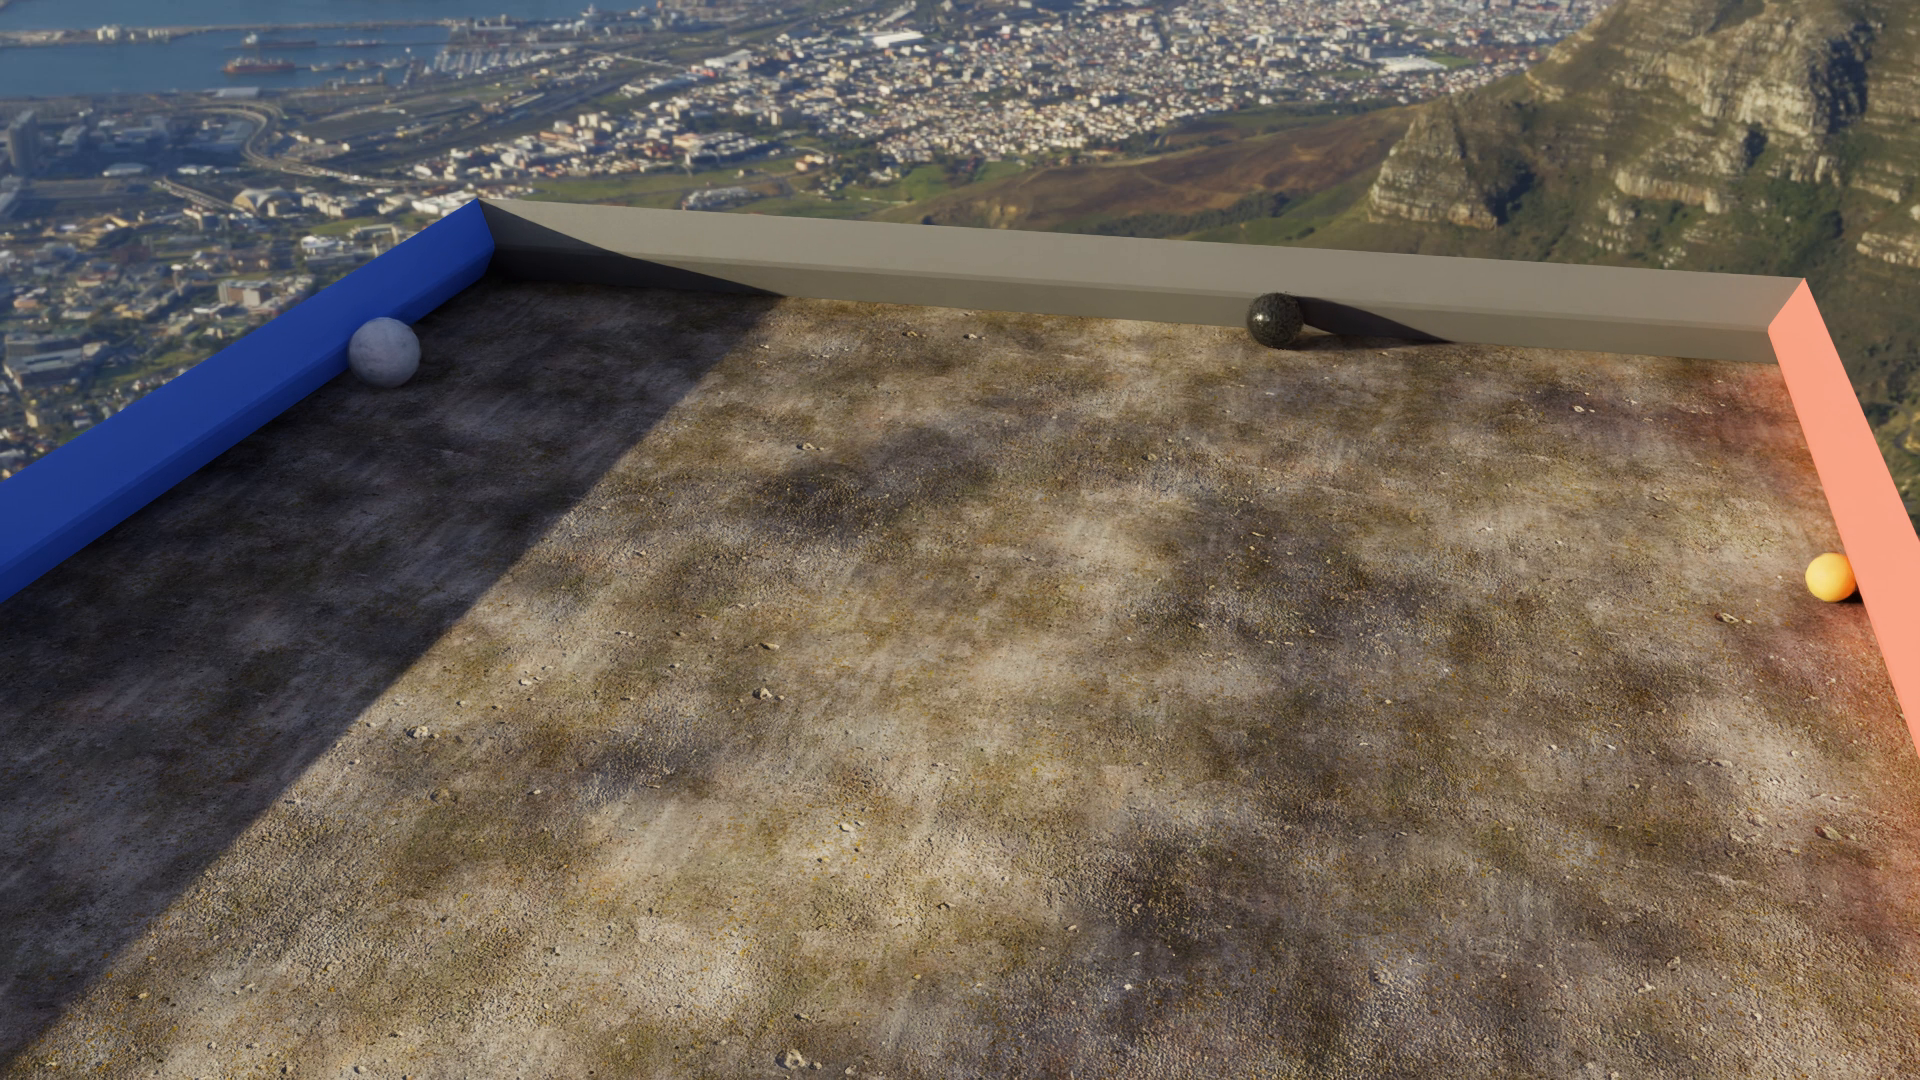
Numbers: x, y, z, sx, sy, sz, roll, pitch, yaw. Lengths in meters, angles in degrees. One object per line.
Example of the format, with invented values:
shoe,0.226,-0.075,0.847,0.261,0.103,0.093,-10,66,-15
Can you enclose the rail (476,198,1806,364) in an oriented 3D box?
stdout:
rail,0.202,-0.383,3.253,1.981,0.125,0.045,5,24,12

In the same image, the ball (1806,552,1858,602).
ball,0.940,0.040,2.371,0.053,0.053,0.053,0,23,0

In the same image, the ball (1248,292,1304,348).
ball,0.453,-0.316,3.157,0.080,0.080,0.080,0,23,0

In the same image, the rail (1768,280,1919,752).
rail,0.736,0.422,1.399,0.045,0.125,3.755,5,24,12

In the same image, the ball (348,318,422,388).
ball,-0.784,-0.255,2.997,0.096,0.096,0.096,0,23,0

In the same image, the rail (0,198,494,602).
rail,-1.150,0.252,1.790,0.045,0.125,3.755,5,24,12
